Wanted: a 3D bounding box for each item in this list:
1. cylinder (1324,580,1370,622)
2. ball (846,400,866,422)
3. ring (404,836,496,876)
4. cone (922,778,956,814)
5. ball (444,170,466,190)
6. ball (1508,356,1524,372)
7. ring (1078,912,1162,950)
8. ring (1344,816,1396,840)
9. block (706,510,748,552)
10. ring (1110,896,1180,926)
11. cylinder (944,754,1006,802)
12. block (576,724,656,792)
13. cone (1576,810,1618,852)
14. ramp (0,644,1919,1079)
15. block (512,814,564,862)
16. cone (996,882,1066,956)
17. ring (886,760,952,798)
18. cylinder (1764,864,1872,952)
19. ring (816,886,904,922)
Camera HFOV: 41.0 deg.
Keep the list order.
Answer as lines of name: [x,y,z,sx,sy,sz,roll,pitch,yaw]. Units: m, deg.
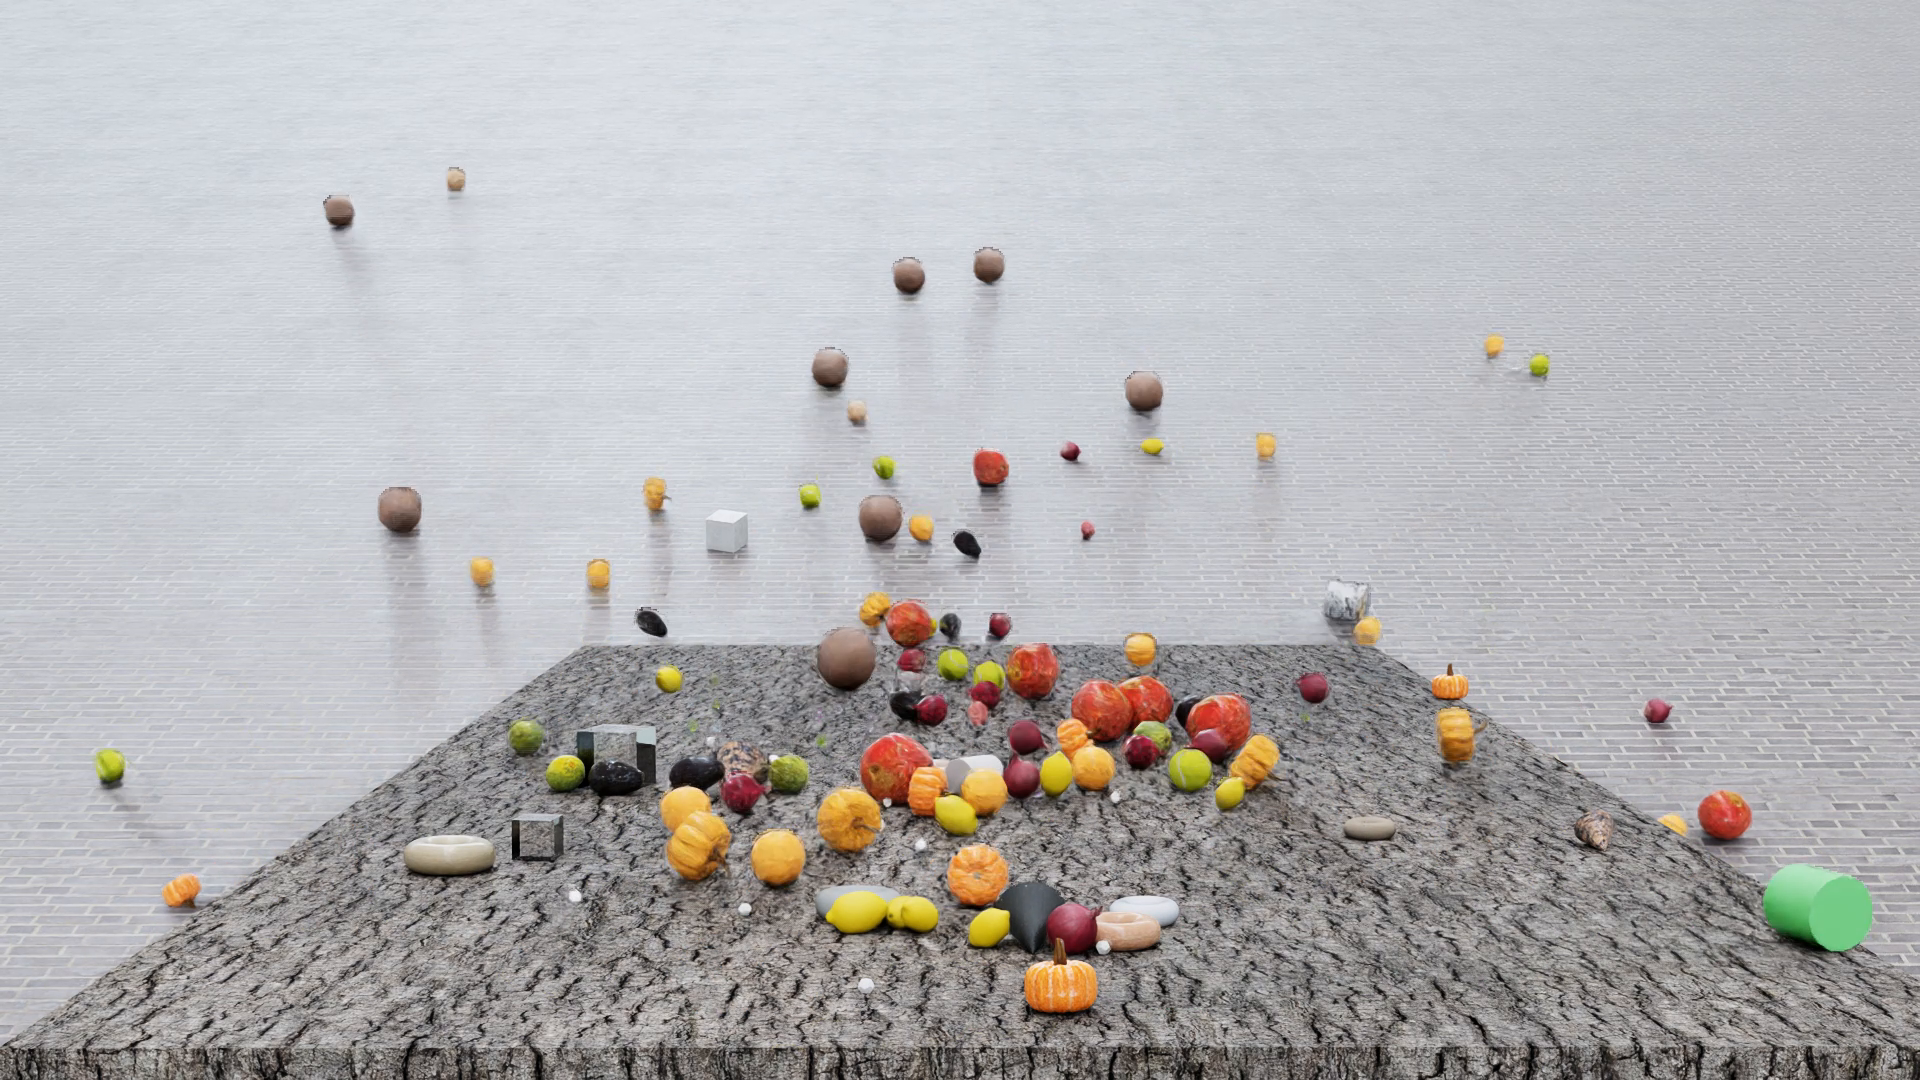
cylinder: [1.041,0.166,6.915,0.099,0.099,0.099,9,22,20]
ball: [-0.345,-0.430,8.561,0.067,0.067,0.067,0,21,0]
ring: [-0.689,0.426,3.470,0.123,0.041,0.123,1,2,0]
cone: [-0.033,0.391,3.952,0.052,0.052,0.052,0,3,0]
ball: [-2.315,-1.650,11.777,0.094,0.094,0.094,0,21,0]
ball: [1.966,-0.622,9.093,0.053,0.053,0.053,0,21,0]
ring: [0.187,0.457,3.001,0.097,0.032,0.097,-1,4,0]
ring: [0.594,0.418,3.721,0.075,0.025,0.075,-1,4,0]
block: [-0.676,-0.027,7.452,0.090,0.090,0.090,8,22,21]
ring: [0.224,0.452,3.120,0.086,0.029,0.086,-1,2,0]
cylinder: [0.023,0.376,4.058,0.069,0.069,0.069,-3,17,-45]
block: [-0.561,0.356,4.201,0.095,0.095,0.095,1,4,20]
cone: [0.903,0.423,3.625,0.058,0.058,0.058,2,41,5]
ramp: [0.048,0.433,4.532,2.000,0.100,4.000,0,3,0]
block: [-0.586,0.412,3.563,0.056,0.056,0.056,1,3,9]
cone: [0.084,0.455,2.982,0.083,0.083,0.083,0,30,0]
ring: [-0.047,0.383,4.130,0.144,0.048,0.144,1,3,0]
cylinder: [1.002,0.429,3.002,0.086,0.086,0.086,-7,5,-18]
ring: [-0.124,0.446,3.149,0.109,0.036,0.109,1,0,0]
